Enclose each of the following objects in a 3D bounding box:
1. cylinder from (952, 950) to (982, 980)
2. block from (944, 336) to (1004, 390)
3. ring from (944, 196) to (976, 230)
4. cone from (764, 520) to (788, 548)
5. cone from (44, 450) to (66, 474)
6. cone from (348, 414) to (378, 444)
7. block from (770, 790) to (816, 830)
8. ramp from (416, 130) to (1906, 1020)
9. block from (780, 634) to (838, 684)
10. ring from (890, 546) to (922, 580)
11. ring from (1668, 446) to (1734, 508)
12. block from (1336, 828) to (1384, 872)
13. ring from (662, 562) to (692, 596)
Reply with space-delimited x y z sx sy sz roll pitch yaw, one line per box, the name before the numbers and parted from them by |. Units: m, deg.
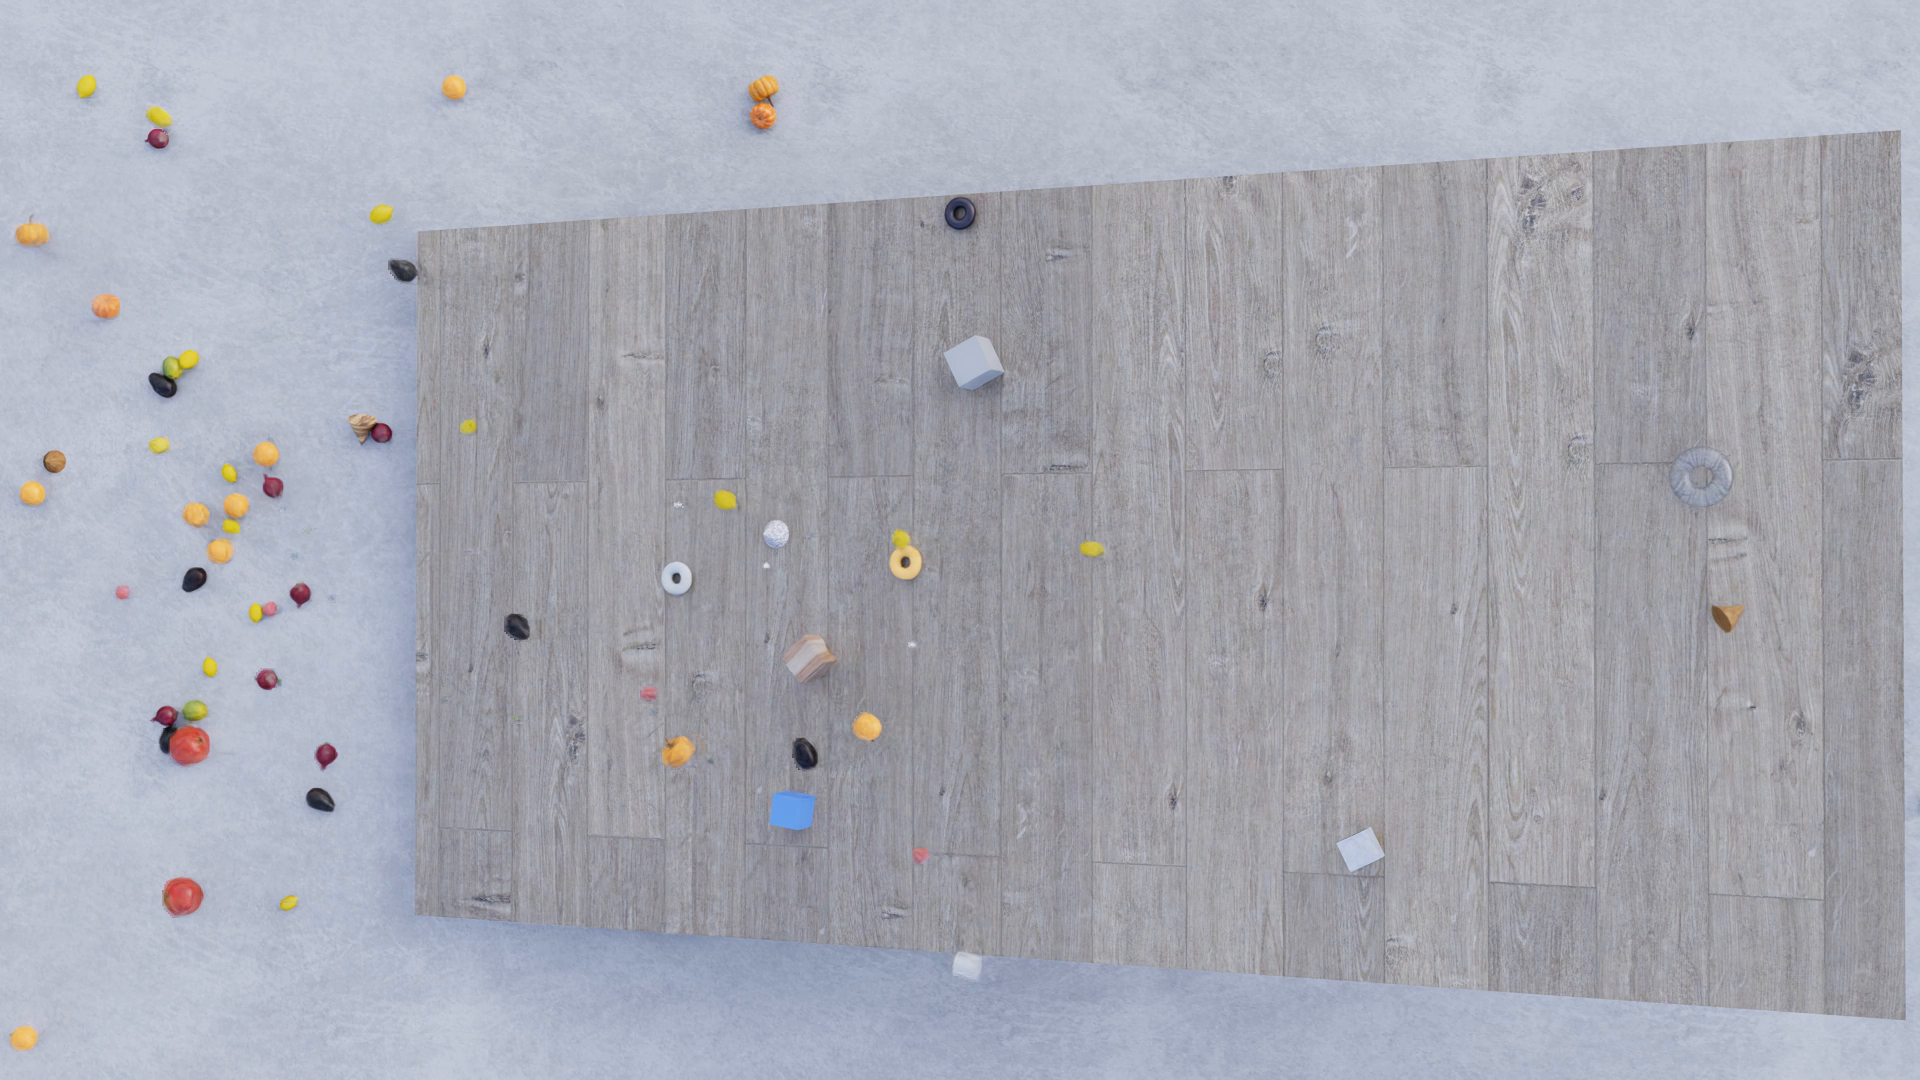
cylinder | 0.020 1.111 5.749 0.060 0.060 0.060 12 89 16
block | 0.037 -0.462 5.732 0.100 0.100 0.100 -28 79 19
ring | 0.001 -0.860 5.790 0.088 0.029 0.088 -1 88 23
cone | -0.516 -0.017 5.961 0.078 0.078 0.078 0 89 22
cone | -2.689 -0.233 6.497 0.068 0.068 0.068 0 89 0
cone | -1.771 -0.317 6.513 0.085 0.085 0.085 9 116 0
block | -0.451 0.727 5.922 0.084 0.084 0.084 9 93 22
ramp | 0.283 0.087 5.734 4.000 0.100 2.000 0 89 22
block | -0.405 0.319 5.904 0.091 0.091 0.091 -42 75 16
ring | -0.144 0.061 5.836 0.092 0.031 0.092 0 89 23
ring | 1.713 -0.146 5.082 0.143 0.048 0.143 -1 88 23
block | 0.975 0.753 5.351 0.077 0.077 0.077 -29 79 19
ring | -0.785 0.107 6.093 0.093 0.031 0.093 -1 88 23
